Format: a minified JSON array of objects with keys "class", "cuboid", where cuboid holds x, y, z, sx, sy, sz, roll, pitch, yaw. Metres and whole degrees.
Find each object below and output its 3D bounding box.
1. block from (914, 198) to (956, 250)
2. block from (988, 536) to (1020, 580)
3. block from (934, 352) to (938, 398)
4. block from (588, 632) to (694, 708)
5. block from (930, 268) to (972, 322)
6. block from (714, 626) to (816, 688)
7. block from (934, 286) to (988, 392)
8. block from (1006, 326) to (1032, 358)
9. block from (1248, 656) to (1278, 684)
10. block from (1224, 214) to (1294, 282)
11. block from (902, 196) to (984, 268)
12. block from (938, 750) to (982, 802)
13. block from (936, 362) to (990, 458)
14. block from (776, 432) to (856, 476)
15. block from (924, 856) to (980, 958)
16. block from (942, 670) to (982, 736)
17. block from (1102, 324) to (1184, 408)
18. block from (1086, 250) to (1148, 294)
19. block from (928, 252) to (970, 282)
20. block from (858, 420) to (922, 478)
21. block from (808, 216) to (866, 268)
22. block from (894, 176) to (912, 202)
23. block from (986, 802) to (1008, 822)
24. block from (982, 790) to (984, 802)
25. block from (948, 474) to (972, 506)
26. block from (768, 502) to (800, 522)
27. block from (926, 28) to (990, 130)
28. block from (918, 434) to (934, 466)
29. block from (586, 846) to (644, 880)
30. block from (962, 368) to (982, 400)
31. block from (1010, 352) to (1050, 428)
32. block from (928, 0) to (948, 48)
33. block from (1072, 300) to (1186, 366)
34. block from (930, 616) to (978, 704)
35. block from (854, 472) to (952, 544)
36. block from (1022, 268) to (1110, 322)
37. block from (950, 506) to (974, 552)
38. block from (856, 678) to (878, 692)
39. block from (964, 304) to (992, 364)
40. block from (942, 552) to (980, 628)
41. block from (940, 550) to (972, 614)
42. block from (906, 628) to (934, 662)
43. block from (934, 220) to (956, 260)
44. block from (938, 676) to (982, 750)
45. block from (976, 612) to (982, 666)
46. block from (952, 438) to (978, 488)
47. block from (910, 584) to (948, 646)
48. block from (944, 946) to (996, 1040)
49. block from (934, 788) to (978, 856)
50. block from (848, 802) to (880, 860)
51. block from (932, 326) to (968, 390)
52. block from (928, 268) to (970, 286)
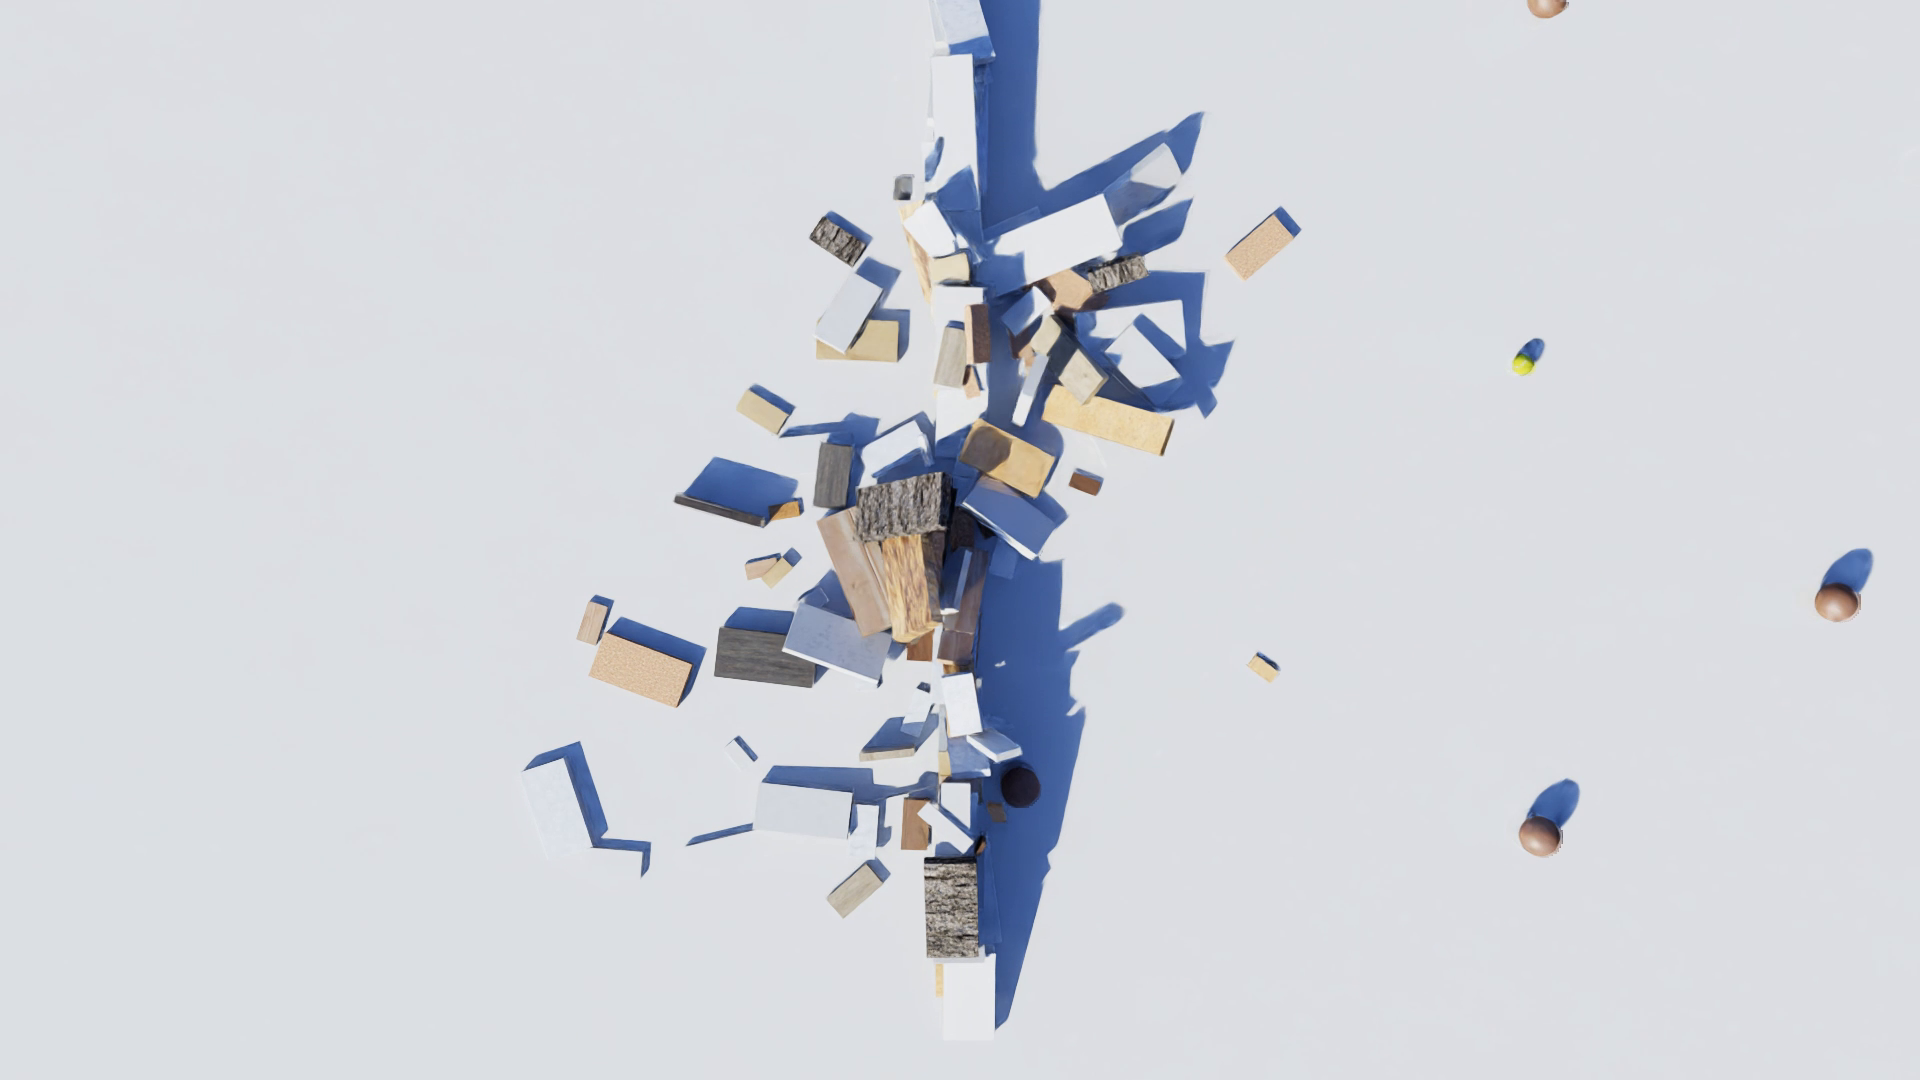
[{"class":"block","cuboid":[-0.079,-1.004,5.239,0.071,0.020,0.142,-25,108,23]},{"class":"block","cuboid":[0.154,0.043,5.489,0.081,0.023,0.161,16,90,0]},{"class":"block","cuboid":[0.001,-0.628,5.410,0.165,0.047,0.330,3,114,0]},{"class":"block","cuboid":[-1.059,0.431,5.478,0.309,0.044,0.154,20,90,0]},{"class":"block","cuboid":[-0.027,-0.831,5.414,0.125,0.035,0.250,8,120,8]},{"class":"block","cuboid":[-0.642,0.388,5.469,0.328,0.047,0.164,7,93,1]},{"class":"block","cuboid":[0.003,-0.648,5.318,0.165,0.047,0.330,1,100,0]},{"class":"block","cuboid":[0.196,-0.679,5.490,0.071,0.020,0.142,-8,90,0]},{"class":"block","cuboid":[1.009,0.431,5.493,0.095,0.014,0.048,36,90,0]},{"class":"block","cuboid":[0.993,-0.970,5.485,0.214,0.030,0.107,-41,90,0]},{"class":"block","cuboid":[-0.055,-0.965,5.306,0.125,0.035,0.250,-35,104,25]},{"class":"block","cuboid":[0.003,0.822,5.340,0.139,0.039,0.278,-1,91,0]},{"class":"block","cuboid":[0.008,-0.435,5.426,0.165,0.047,0.330,3,108,0]},{"class":"block","cuboid":[-0.478,-0.287,5.482,0.247,0.035,0.124,-6,90,0]},{"class":"block","cuboid":[-0.026,1.163,5.222,0.167,0.047,0.333,-1,107,2]},{"class":"block","cuboid":[0.005,0.520,5.243,0.099,0.028,0.199,-9,104,0]},{"class":"block","cuboid":[0.603,-0.570,5.407,0.129,0.037,0.258,-45,101,0]},{"class":"block","cuboid":[0.512,-0.873,5.374,0.184,0.092,0.026,-17,49,9]},{"class":"block","cuboid":[-0.034,-0.875,5.287,0.128,0.018,0.064,-10,100,16]},{"class":"block","cuboid":[-0.219,-0.300,5.485,0.214,0.030,0.107,-28,90,0]},{"class":"block","cuboid":[-0.407,-0.991,5.488,0.173,0.024,0.086,34,90,0]},{"class":"block","cuboid":[-0.182,-1.122,5.266,0.020,0.142,0.071,7,105,13]},{"class":"block","cuboid":[0.123,0.902,5.450,0.050,0.101,0.014,3,53,17]},{"class":"block","cuboid":[0.004,0.752,5.424,0.139,0.039,0.278,-1,71,0]},{"class":"block","cuboid":[-0.006,-0.136,5.465,0.078,0.022,0.156,4,108,0]},{"class":"block","cuboid":[-0.585,-0.096,5.493,0.101,0.014,0.050,-9,90,0]},{"class":"block","cuboid":[-0.005,-1.527,5.430,0.175,0.049,0.349,5,75,1]},{"class":"block","cuboid":[-0.114,-0.297,5.445,0.014,0.048,0.095,-16,90,-24]},{"class":"block","cuboid":[-1.149,1.074,5.487,0.182,0.026,0.091,5,90,0]},{"class":"block","cuboid":[0.031,-0.504,5.312,0.048,0.014,0.095,-18,99,3]},{"class":"block","cuboid":[0.225,-0.481,5.337,0.042,0.296,0.148,22,74,1]},{"class":"block","cuboid":[-0.034,-1.763,5.445,0.136,0.039,0.273,-9,76,-2]},{"class":"block","cuboid":[0.559,-0.681,5.431,0.356,0.050,0.178,-9,102,-8]},{"class":"block","cuboid":[-0.018,0.391,5.363,0.143,0.040,0.285,3,85,0]},{"class":"block","cuboid":[-0.188,-0.102,5.323,0.351,0.050,0.175,-10,69,36]},{"class":"block","cuboid":[0.347,-0.820,5.451,0.268,0.038,0.134,34,90,0]},{"class":"block","cuboid":[0.007,-0.035,5.469,0.078,0.022,0.156,-2,105,0]},{"class":"block","cuboid":[-0.317,0.435,5.491,0.067,0.019,0.134,-7,90,0]},{"class":"block","cuboid":[0.057,-0.655,5.248,0.026,0.092,0.185,5,103,40]},{"class":"block","cuboid":[-0.003,0.185,5.445,0.143,0.040,0.285,4,76,0]},{"class":"block","cuboid":[-0.030,0.138,5.355,0.030,0.105,0.211,33,58,-37]},{"class":"block","cuboid":[-0.127,0.311,5.487,0.091,0.026,0.183,3,90,0]},{"class":"block","cuboid":[-0.051,-0.956,5.279,0.064,0.018,0.128,-3,116,14]},{"class":"block","cuboid":[0.000,0.589,5.437,0.139,0.039,0.278,1,71,0]},{"class":"block","cuboid":[-0.012,0.373,5.436,0.143,0.040,0.285,5,72,1]},{"class":"block","cuboid":[0.024,-0.251,5.450,0.078,0.022,0.156,13,109,-3]},{"class":"block","cuboid":[-0.132,0.231,5.349,0.030,0.105,0.211,34,82,-38]},{"class":"block","cuboid":[0.030,1.489,5.419,0.168,0.048,0.336,0,110,0]},{"class":"block","cuboid":[-0.012,0.917,5.223,0.123,0.035,0.247,4,91,0]},{"class":"block","cuboid":[-0.319,0.964,5.462,0.089,0.025,0.177,4,90,0]},{"class":"block","cuboid":[-0.022,-0.583,5.283,0.092,0.026,0.185,12,97,4]},{"class":"block","cuboid":[-0.035,-0.857,5.312,0.128,0.018,0.064,-5,93,16]}]
